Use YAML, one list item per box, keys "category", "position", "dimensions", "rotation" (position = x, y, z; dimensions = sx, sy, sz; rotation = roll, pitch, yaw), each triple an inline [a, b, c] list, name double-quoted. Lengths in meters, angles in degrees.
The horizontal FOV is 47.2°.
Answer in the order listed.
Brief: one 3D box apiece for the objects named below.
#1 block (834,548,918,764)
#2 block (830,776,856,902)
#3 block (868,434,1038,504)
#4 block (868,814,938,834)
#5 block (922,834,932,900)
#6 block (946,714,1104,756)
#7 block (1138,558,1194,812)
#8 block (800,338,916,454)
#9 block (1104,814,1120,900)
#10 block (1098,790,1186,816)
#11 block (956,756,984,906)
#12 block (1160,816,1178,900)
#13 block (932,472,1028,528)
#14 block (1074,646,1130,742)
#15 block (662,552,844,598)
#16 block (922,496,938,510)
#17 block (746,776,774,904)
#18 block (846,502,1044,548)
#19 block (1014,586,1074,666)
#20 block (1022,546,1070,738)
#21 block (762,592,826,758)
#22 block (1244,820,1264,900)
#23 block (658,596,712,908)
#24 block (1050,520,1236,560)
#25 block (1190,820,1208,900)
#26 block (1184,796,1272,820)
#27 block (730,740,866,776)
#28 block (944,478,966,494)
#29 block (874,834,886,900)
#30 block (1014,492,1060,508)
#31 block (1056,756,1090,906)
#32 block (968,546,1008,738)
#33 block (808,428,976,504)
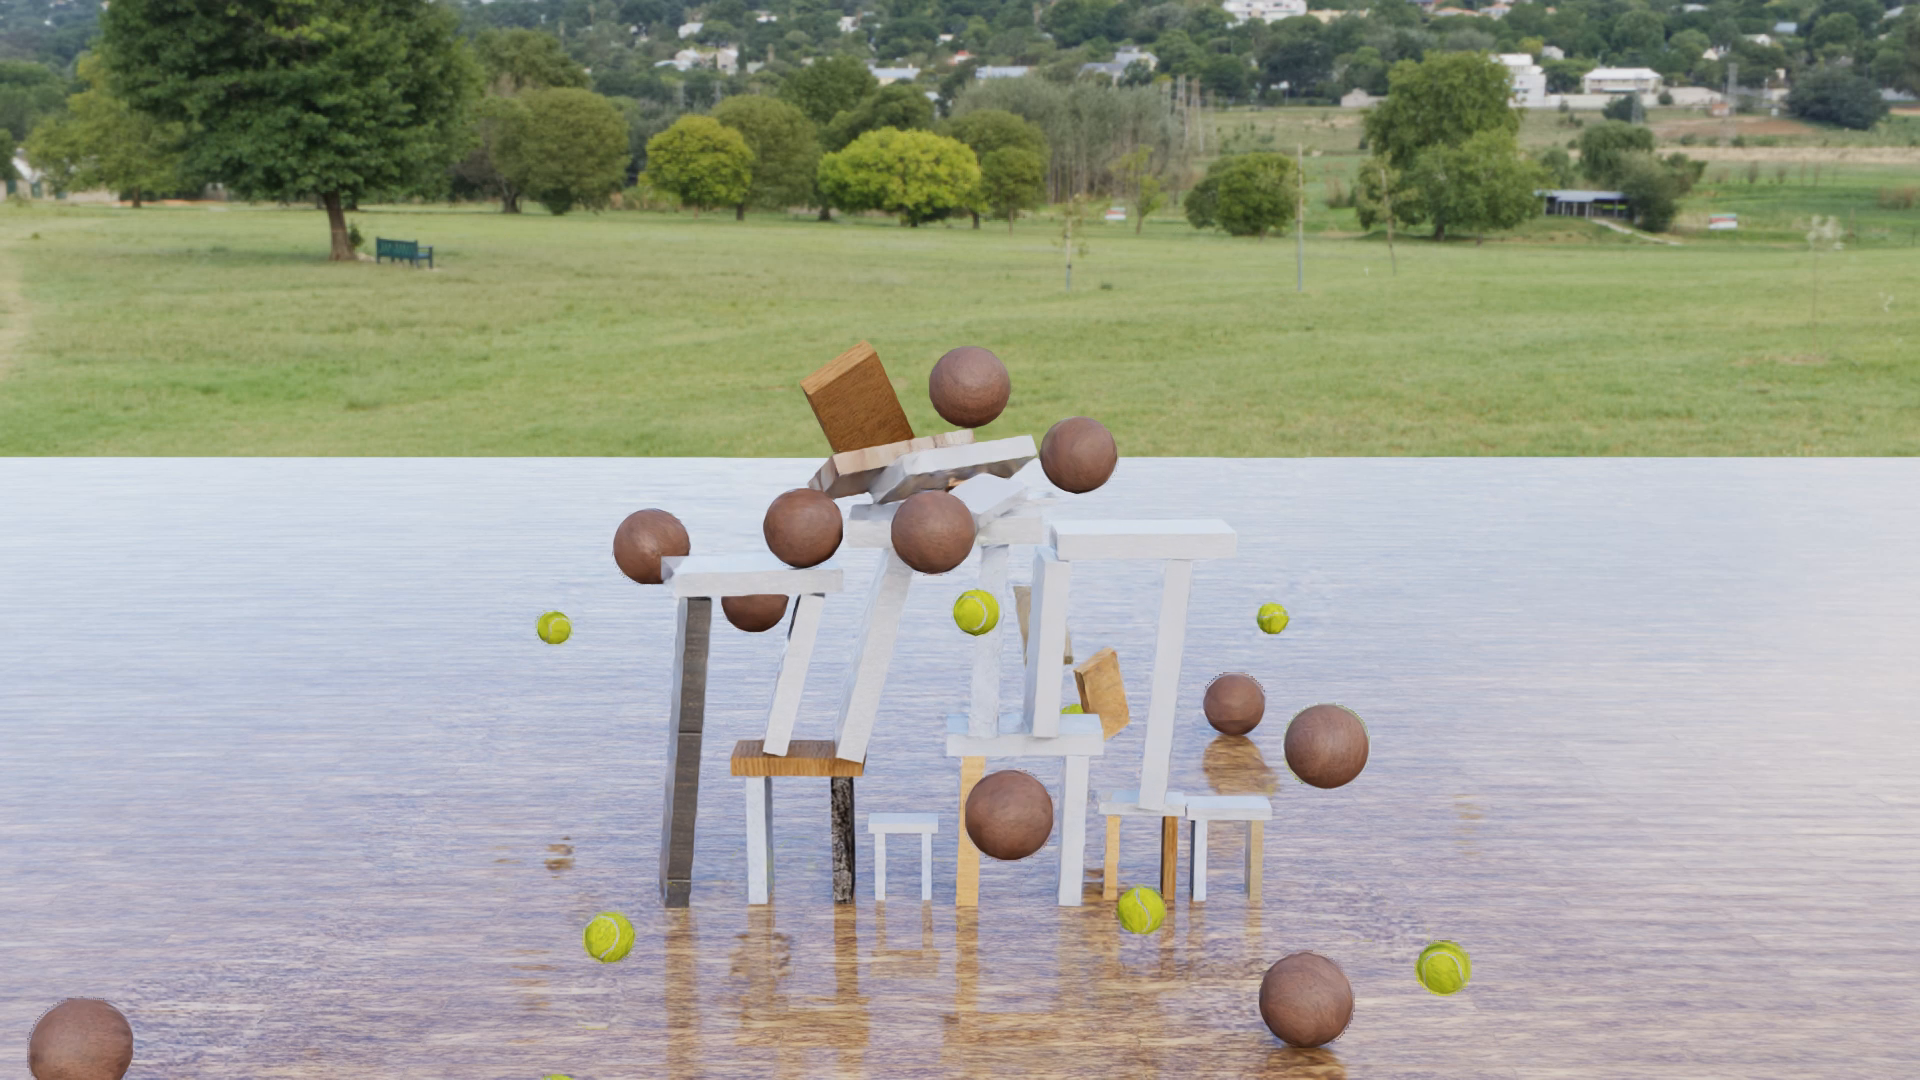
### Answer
- category: "block"
  position: [-0.139, 0.172, 3.600]
  dimensions: [0.044, 0.356, 0.156]
  rotation: [14, 10, -7]
- category: "block"
  position: [-0.194, 0.482, 3.661]
  dimensions: [0.030, 0.215, 0.108]
  rotation: [0, 11, 1]
- category: "block"
  position: [-0.012, -0.117, 3.661]
  dimensions: [0.258, 0.037, 0.129]
  rotation: [-10, -16, -32]
- category: "block"
  position: [-0.093, 0.469, 3.644]
  dimensions: [0.115, 0.016, 0.058]
  rotation: [0, 11, 0]
- category: "block"
  position: [-0.055, 0.534, 3.656]
  dimensions: [0.016, 0.115, 0.058]
  rotation: [0, 11, 0]
- category: "block"
  position: [0.105, 0.320, 3.625]
  dimensions: [0.254, 0.036, 0.127]
  rotation: [0, 11, -1]
- category: "block"
  position: [0.339, 0.224, 3.604]
  dimensions: [0.041, 0.413, 0.143]
  rotation: [7, 10, 7]
- category: "block"
  position: [-0.165, -0.207, 3.642]
  dimensions: [0.129, 0.258, 0.037]
  rotation: [-34, 53, -7]
- category: "block"
  position: [0.252, 0.519, 3.658]
  dimensions: [0.020, 0.143, 0.072]
  rotation: [3, 11, 3]
- category: "block"
  position: [0.301, 0.436, 3.648]
  dimensions: [0.143, 0.020, 0.072]
  rotation: [1, 10, 1]
- category: "block"
  position: [0.017, 0.464, 3.649]
  dimensions: [0.036, 0.254, 0.127]
  rotation: [3, 11, 0]
- category: "block"
  position: [0.348, 0.518, 3.659]
  dimensions: [0.020, 0.143, 0.072]
  rotation: [1, 10, 1]
- category: "block"
  position: [0.033, -0.064, 3.501]
  dimensions: [0.085, 0.024, 0.170]
  rotation: [17, 24, 24]
- category: "block"
  position: [0.265, 0.291, 4.096]
  dimensions: [0.085, 0.170, 0.024]
  rotation: [-32, 36, -27]
- category: "block"
  position: [-0.338, 0.056, 3.573]
  dimensions: [0.273, 0.039, 0.136]
  rotation: [-1, 11, -17]
- category: "block"
  position: [-0.008, -0.059, 3.575]
  dimensions: [0.095, 0.014, 0.048]
  rotation: [2, 11, 16]
- category: "block"
  position: [-0.332, 0.484, 3.652]
  dimensions: [0.030, 0.215, 0.108]
  rotation: [0, 11, 2]
- category: "block"
  position: [-0.022, -0.026, 3.560]
  dimensions: [0.311, 0.044, 0.156]
  rotation: [-1, 11, 1]
- category: "block"
  position: [0.148, 0.152, 3.923]
  dimensions: [0.085, 0.024, 0.170]
  rotation: [-2, 47, -7]
- category: "block"
  position: [0.140, 0.163, 3.582]
  dimensions: [0.041, 0.286, 0.143]
  rotation: [3, 10, -5]
- category: "block"
  position: [-0.275, 0.207, 3.631]
  dimensions: [0.039, 0.273, 0.136]
  rotation: [13, 10, -6]
- category: "block"
  position: [0.489, 0.522, 3.657]
  dimensions: [0.020, 0.139, 0.069]
  rotation: [0, 11, 0]
- category: "block"
  position: [-0.452, 0.334, 3.610]
  dimensions: [0.039, 0.518, 0.136]
  rotation: [3, 12, -13]
- category: "block"
  position: [0.295, -0.002, 3.575]
  dimensions: [0.286, 0.041, 0.143]
  rotation: [-1, 9, -3]
- category: "block"
  position: [0.396, 0.522, 3.657]
  dimensions: [0.020, 0.139, 0.069]
  rotation: [0, 11, 0]
- category: "block"
  position: [0.443, 0.444, 3.643]
  dimensions: [0.139, 0.020, 0.069]
  rotation: [0, 11, 0]
- category: "block"
  position: [-0.266, 0.361, 3.639]
  dimensions: [0.215, 0.030, 0.108]
  rotation: [0, 11, 1]
- category: "block"
  position: [-0.002, -0.070, 3.634]
  dimensions: [0.048, 0.014, 0.095]
  rotation: [6, -28, -10]
- category: "block"
  position: [-0.132, 0.534, 3.656]
  dimensions: [0.016, 0.115, 0.058]
  rotation: [0, 11, 0]
- category: "block"
  position: [0.109, -0.064, 3.584]
  dimensions: [0.095, 0.014, 0.048]
  rotation: [-4, 12, -14]
- category: "block"
  position: [0.186, 0.464, 3.649]
  dimensions: [0.036, 0.254, 0.127]
  rotation: [3, 11, 0]
- category: "block"
  position: [0.048, 0.150, 3.583]
  dimensions: [0.044, 0.311, 0.156]
  rotation: [4, 11, 1]
- category: "block"
  position: [-0.112, -0.123, 3.658]
  dimensions: [0.258, 0.037, 0.129]
  rotation: [-12, -14, -27]
